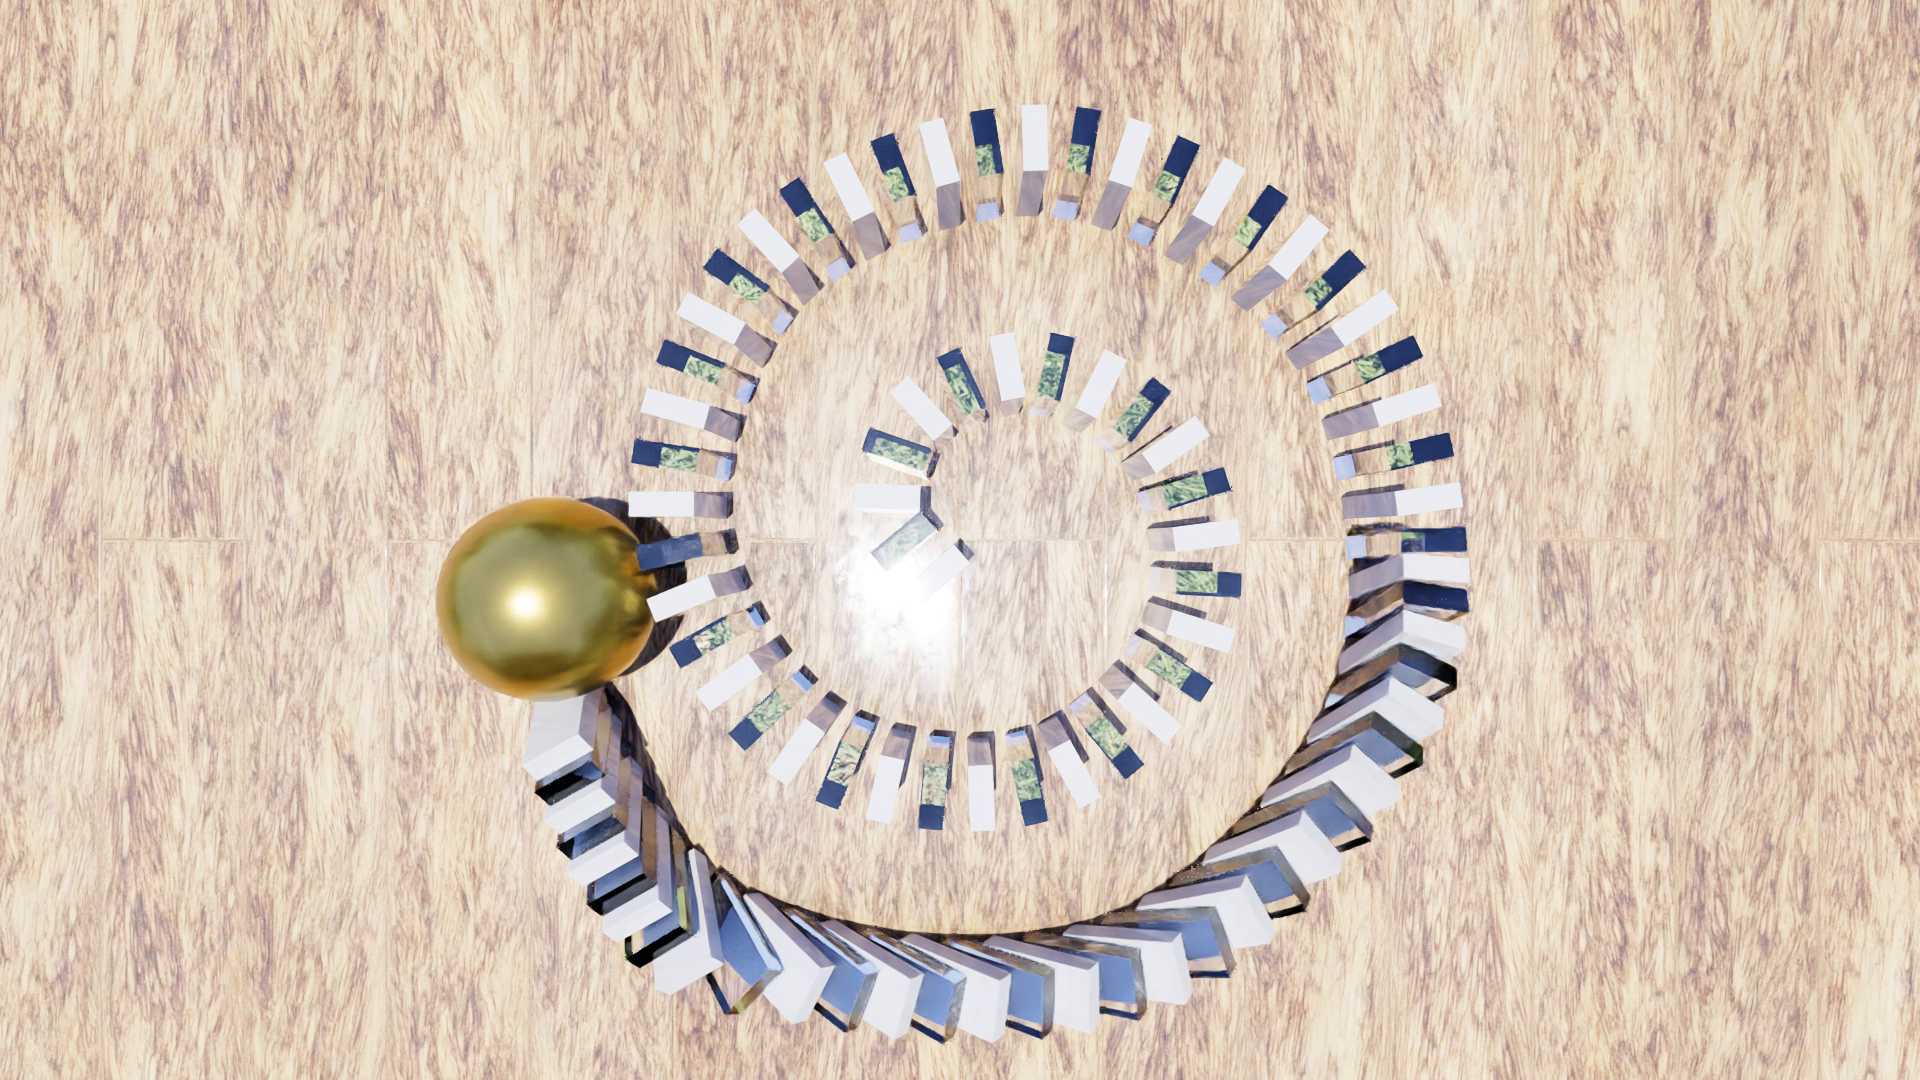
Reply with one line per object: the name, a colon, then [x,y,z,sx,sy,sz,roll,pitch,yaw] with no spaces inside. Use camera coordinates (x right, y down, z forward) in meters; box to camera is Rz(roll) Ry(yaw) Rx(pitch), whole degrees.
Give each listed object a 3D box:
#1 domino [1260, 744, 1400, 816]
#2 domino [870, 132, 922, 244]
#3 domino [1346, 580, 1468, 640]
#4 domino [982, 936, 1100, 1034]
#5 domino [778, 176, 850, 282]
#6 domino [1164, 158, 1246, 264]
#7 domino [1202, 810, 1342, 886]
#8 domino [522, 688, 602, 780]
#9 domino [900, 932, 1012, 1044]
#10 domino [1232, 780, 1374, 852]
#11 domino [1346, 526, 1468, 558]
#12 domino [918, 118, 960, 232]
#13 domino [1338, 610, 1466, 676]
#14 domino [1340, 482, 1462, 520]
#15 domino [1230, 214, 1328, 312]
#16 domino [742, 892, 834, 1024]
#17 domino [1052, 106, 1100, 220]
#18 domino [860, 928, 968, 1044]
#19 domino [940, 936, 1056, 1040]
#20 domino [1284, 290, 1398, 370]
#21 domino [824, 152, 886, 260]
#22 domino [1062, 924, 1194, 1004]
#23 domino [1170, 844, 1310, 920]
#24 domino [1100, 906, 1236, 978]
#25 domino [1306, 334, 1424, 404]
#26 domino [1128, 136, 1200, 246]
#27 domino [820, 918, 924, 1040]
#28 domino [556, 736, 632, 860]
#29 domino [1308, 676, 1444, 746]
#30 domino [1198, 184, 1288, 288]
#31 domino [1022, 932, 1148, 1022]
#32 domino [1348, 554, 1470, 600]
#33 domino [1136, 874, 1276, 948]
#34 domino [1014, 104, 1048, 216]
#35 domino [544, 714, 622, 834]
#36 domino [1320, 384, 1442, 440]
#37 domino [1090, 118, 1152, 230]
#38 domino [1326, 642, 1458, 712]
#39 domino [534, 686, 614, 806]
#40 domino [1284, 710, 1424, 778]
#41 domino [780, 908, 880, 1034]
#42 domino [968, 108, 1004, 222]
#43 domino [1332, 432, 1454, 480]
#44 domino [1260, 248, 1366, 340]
domino: [0.152,0.106,0.380,0.025,0.009,0.050,41,132,0]
domino: [-0.025,-0.142,0.375,0.009,0.050,0.025,-21,90,0]
domino: [0.181,0.031,0.375,0.025,0.050,0.009,8,69,0]
domino: [0.033,0.184,0.382,0.050,0.010,0.025,-2,90,34]
domino: [-0.059,-0.126,0.375,0.010,0.050,0.025,-33,90,0]
domino: [0.099,-0.133,0.375,0.009,0.050,0.025,29,90,0]
domino: [0.129,0.133,0.381,0.025,0.010,0.050,50,127,0]
domino: [-0.162,0.073,0.376,0.025,0.050,0.009,-29,122,0]
domino: [-0.004,0.186,0.382,0.050,0.010,0.025,7,90,33]
domino: [0.141,0.121,0.381,0.025,0.009,0.050,47,129,0]
domino: [0.181,0.002,0.375,0.025,0.050,0.010,-2,86,0]
domino: [-0.008,-0.148,0.375,0.010,0.050,0.025,-15,90,0]
domino: [0.180,0.046,0.376,0.025,0.050,0.009,17,61,0]
domino: [0.179,-0.016,0.375,0.025,0.050,0.009,-8,90,0]
domino: [0.129,-0.112,0.375,0.010,0.050,0.025,40,90,0]
domino: [-0.077,0.173,0.382,0.050,0.010,0.025,27,90,34]
domino: [0.047,-0.153,0.375,0.010,0.050,0.025,9,90,0]
domino: [-0.023,0.185,0.383,0.050,0.009,0.025,12,90,33]
domino: [0.015,0.186,0.382,0.050,0.010,0.025,2,90,33]
domino: [0.155,-0.085,0.375,0.025,0.050,0.009,-35,90,0]
domino: [-0.042,-0.135,0.375,0.009,0.050,0.025,-26,90,0]
domino: [0.069,0.176,0.382,0.050,0.009,0.025,-12,90,34]
domino: [0.116,0.146,0.382,0.050,0.009,0.025,-33,90,36]
domino: [0.086,0.168,0.382,0.050,0.010,0.025,-20,90,35]
domino: [0.164,-0.069,0.375,0.025,0.050,0.009,-25,90,0]
domino: [0.082,-0.141,0.375,0.009,0.050,0.025,24,90,0]
domino: [-0.041,0.182,0.383,0.050,0.010,0.025,15,90,33]
domino: [-0.149,0.104,0.376,0.025,0.050,0.010,-30,122,0]
domino: [0.170,0.077,0.378,0.025,0.050,0.010,32,50,0]
domino: [0.115,-0.123,0.375,0.009,0.050,0.025,35,90,0]
domino: [0.051,0.181,0.382,0.050,0.009,0.025,-7,90,34]
domino: [0.182,0.016,0.375,0.025,0.050,0.009,4,77,0]
domino: [0.102,0.158,0.382,0.050,0.009,0.025,-28,90,35]
domino: [0.029,-0.154,0.375,0.009,0.050,0.025,-1,90,0]
domino: [-0.154,0.094,0.376,0.025,0.050,0.009,-30,122,0]
domino: [0.171,-0.052,0.375,0.025,0.050,0.010,-18,90,0]
domino: [0.065,-0.148,0.375,0.009,0.050,0.025,18,90,0]
domino: [0.176,0.062,0.377,0.025,0.050,0.009,25,55,0]
domino: [-0.157,0.083,0.376,0.025,0.050,0.010,-29,122,0]
domino: [0.162,0.092,0.379,0.025,0.050,0.010,37,45,0]
domino: [-0.059,0.178,0.383,0.050,0.010,0.025,21,90,33]
domino: [0.010,-0.152,0.375,0.010,0.050,0.025,-9,90,0]
domino: [0.176,-0.034,0.375,0.025,0.050,0.010,-13,90,0]
domino: [0.143,-0.099,0.375,0.025,0.050,0.010,-43,90,0]
